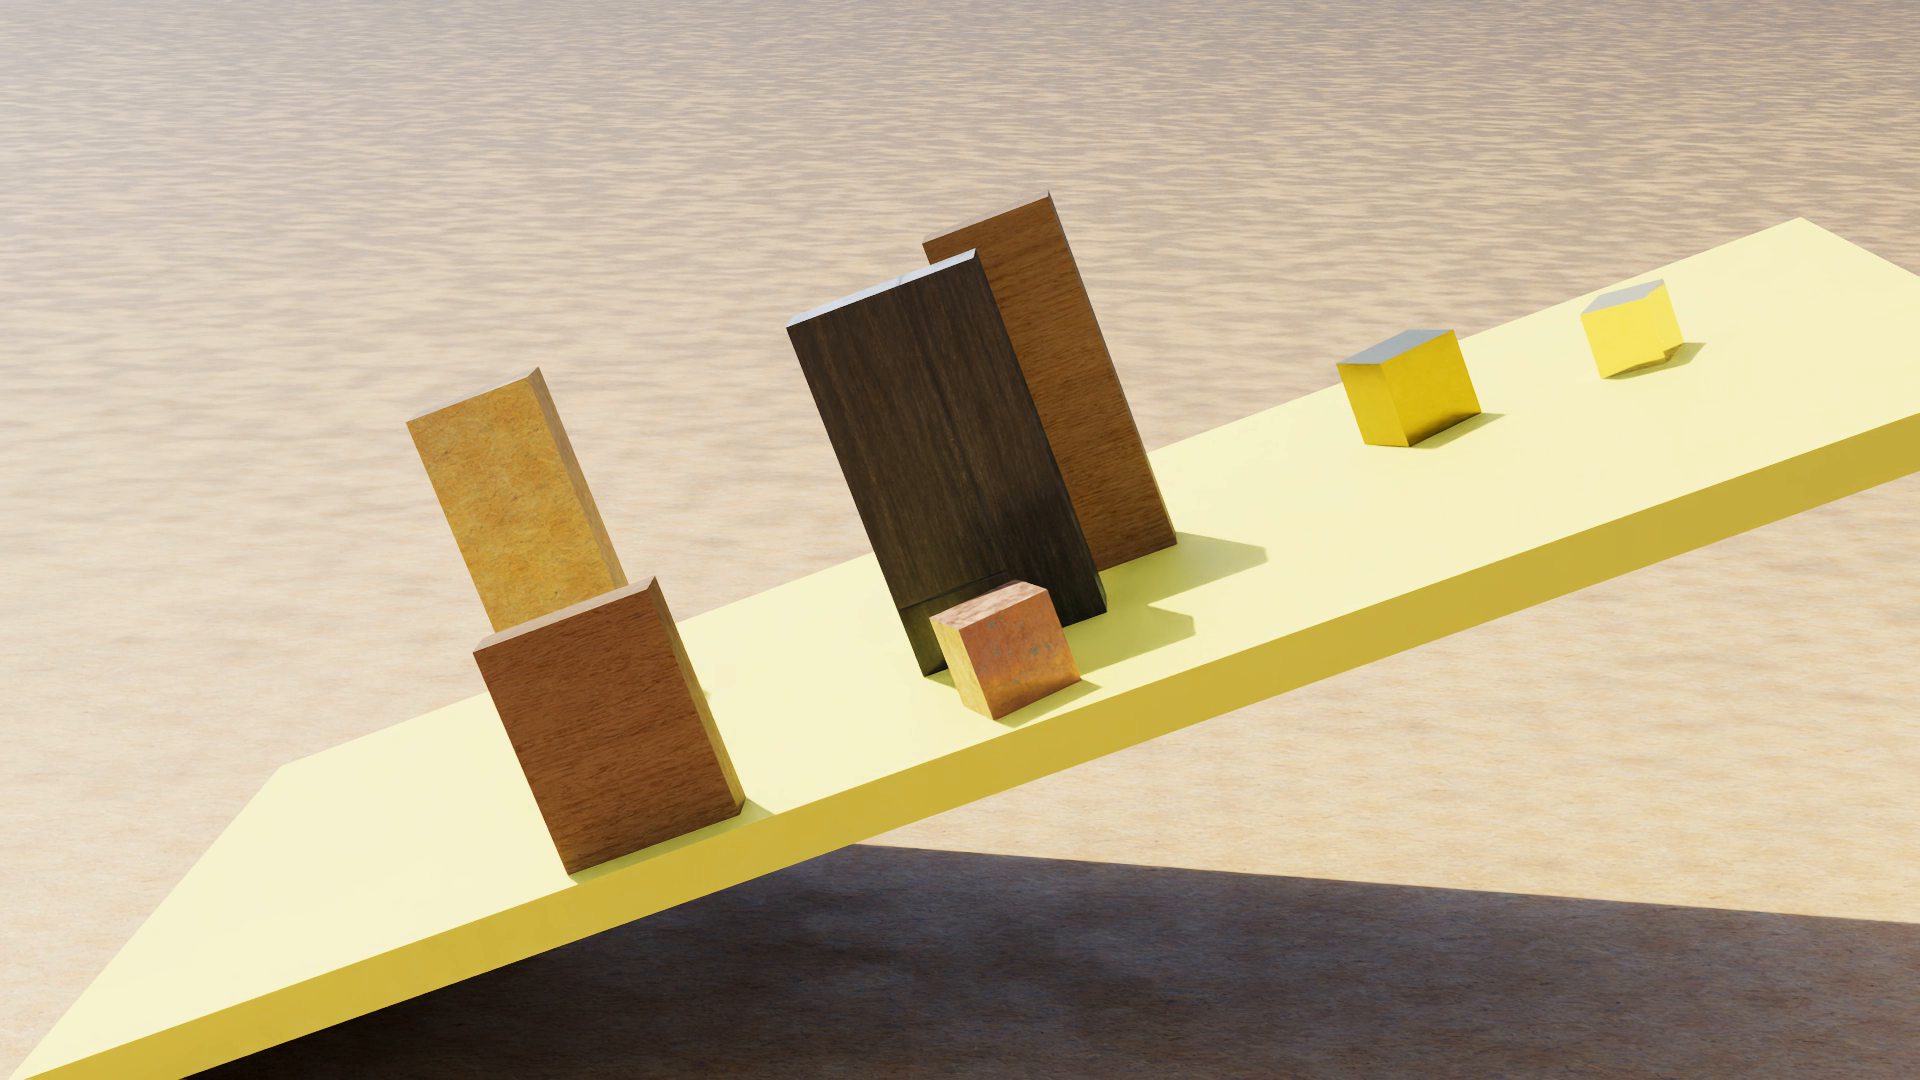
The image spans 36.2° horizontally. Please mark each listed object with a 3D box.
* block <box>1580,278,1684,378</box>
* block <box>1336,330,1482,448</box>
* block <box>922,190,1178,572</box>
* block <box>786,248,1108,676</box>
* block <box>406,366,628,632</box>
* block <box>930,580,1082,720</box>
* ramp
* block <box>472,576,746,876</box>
[{"bbox_3d":[1.421,-0.447,6.216,0.146,0.146,0.146,-14,14,33],"label":"block"},{"bbox_3d":[0.970,-0.330,6.363,0.192,0.192,0.192,-25,12,-18],"label":"block"},{"bbox_3d":[0.192,-0.316,6.204,0.278,0.783,0.127,-20,12,7],"label":"block"},{"bbox_3d":[-0.021,-0.152,5.891,0.394,0.759,0.140,-20,12,7],"label":"block"},{"bbox_3d":[-0.972,0.020,6.766,0.300,0.770,0.141,-20,12,7],"label":"block"},{"bbox_3d":[0.084,0.204,5.511,0.185,0.185,0.185,-24,12,-14],"label":"block"},{"bbox_3d":[0.118,0.176,6.295,4.000,0.100,2.000,-20,12,7],"label":"ramp"},{"bbox_3d":[-0.649,0.346,5.476,0.348,0.460,0.105,-20,12,7],"label":"block"}]
